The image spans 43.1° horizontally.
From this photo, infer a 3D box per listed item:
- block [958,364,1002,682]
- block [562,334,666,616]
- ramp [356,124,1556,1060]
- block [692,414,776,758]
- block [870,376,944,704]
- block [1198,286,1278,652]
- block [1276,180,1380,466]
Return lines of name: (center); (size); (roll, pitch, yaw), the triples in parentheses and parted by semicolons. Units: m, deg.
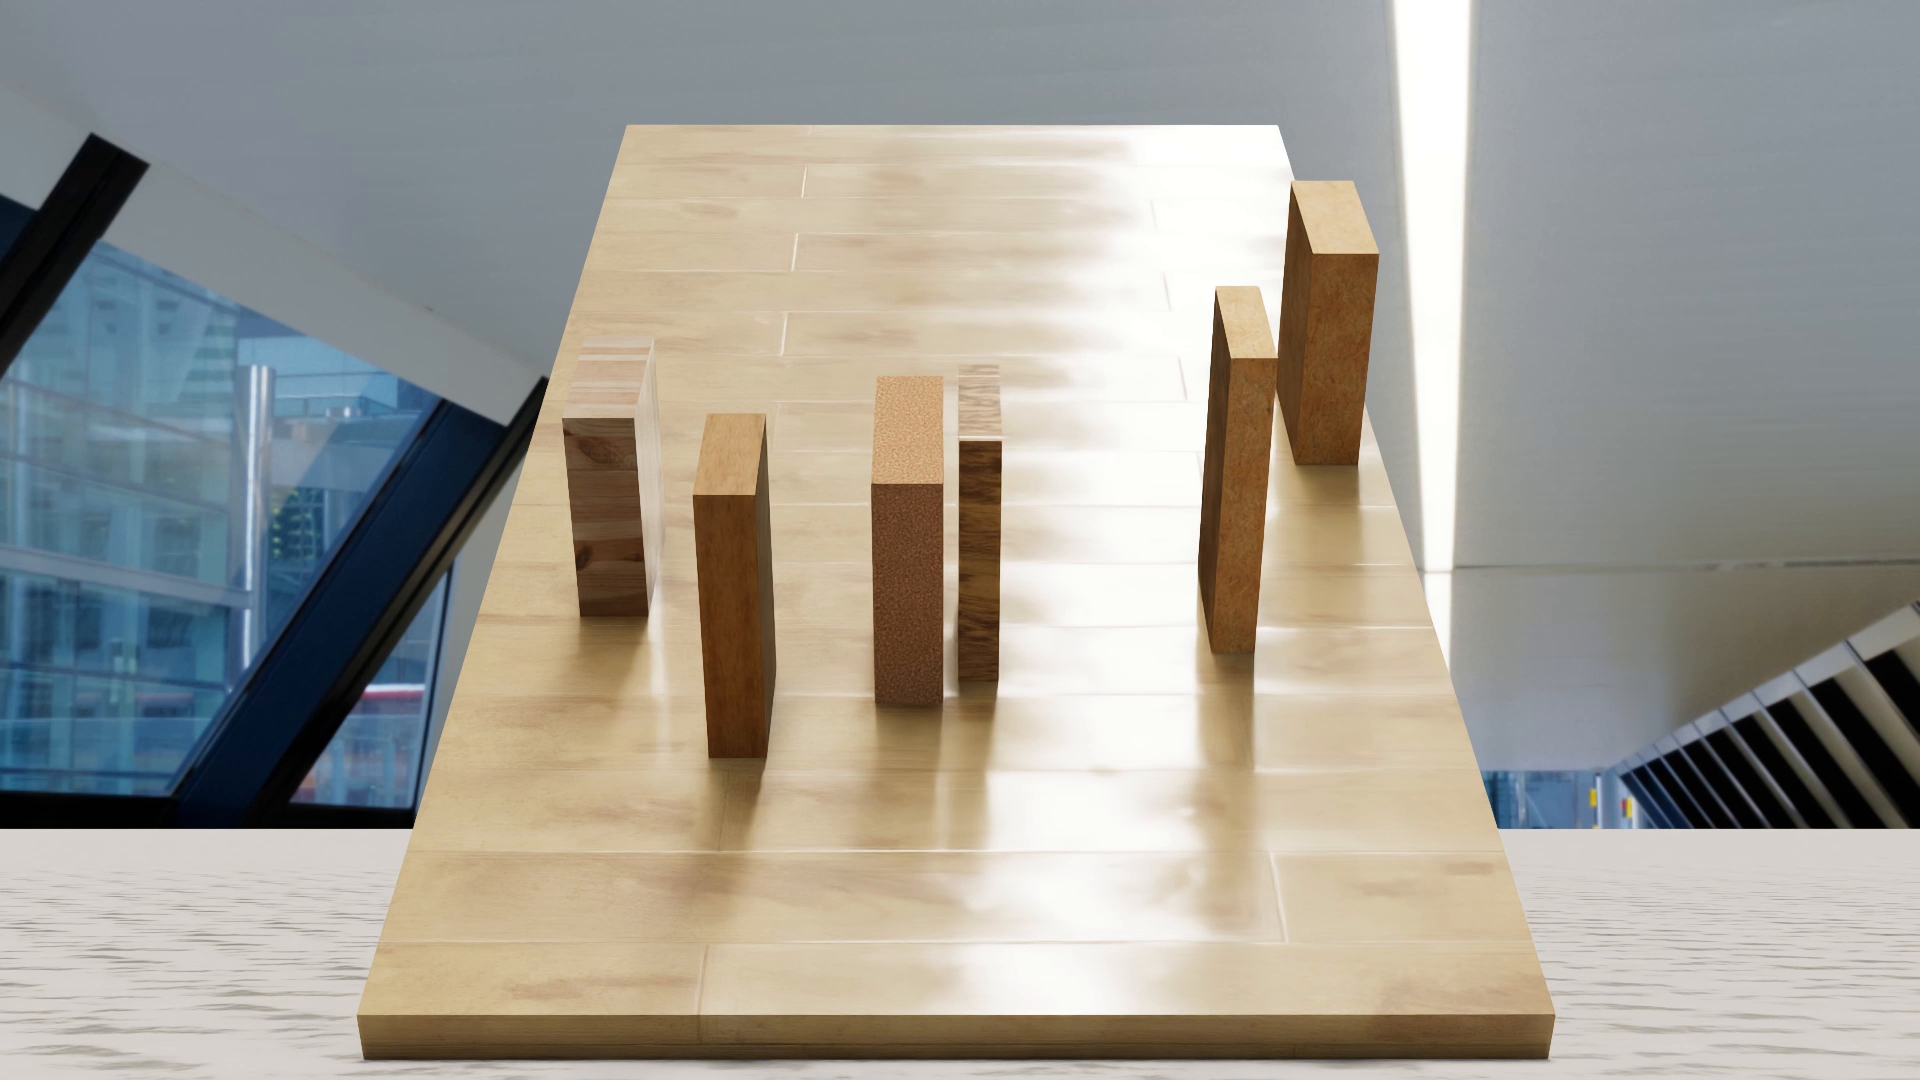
block: (0.037, -0.034, 4.888); (0.082, 0.552, 0.318); (0, 31, 0)
block: (-0.724, -0.138, 5.134); (0.144, 0.472, 0.373); (0, 31, 0)
ramp: (-0.014, -0.200, 5.794); (2.000, 0.100, 4.000); (0, 31, 0)
block: (-0.426, 0.089, 4.652); (0.112, 0.584, 0.310); (0, 31, 0)
block: (-0.101, -0.004, 4.887); (0.136, 0.502, 0.439); (0, 31, 0)
block: (0.560, -0.142, 4.951); (0.090, 0.676, 0.324); (0, 31, 0)
block: (0.853, -0.511, 5.699); (0.147, 0.537, 0.413); (0, 31, 0)
